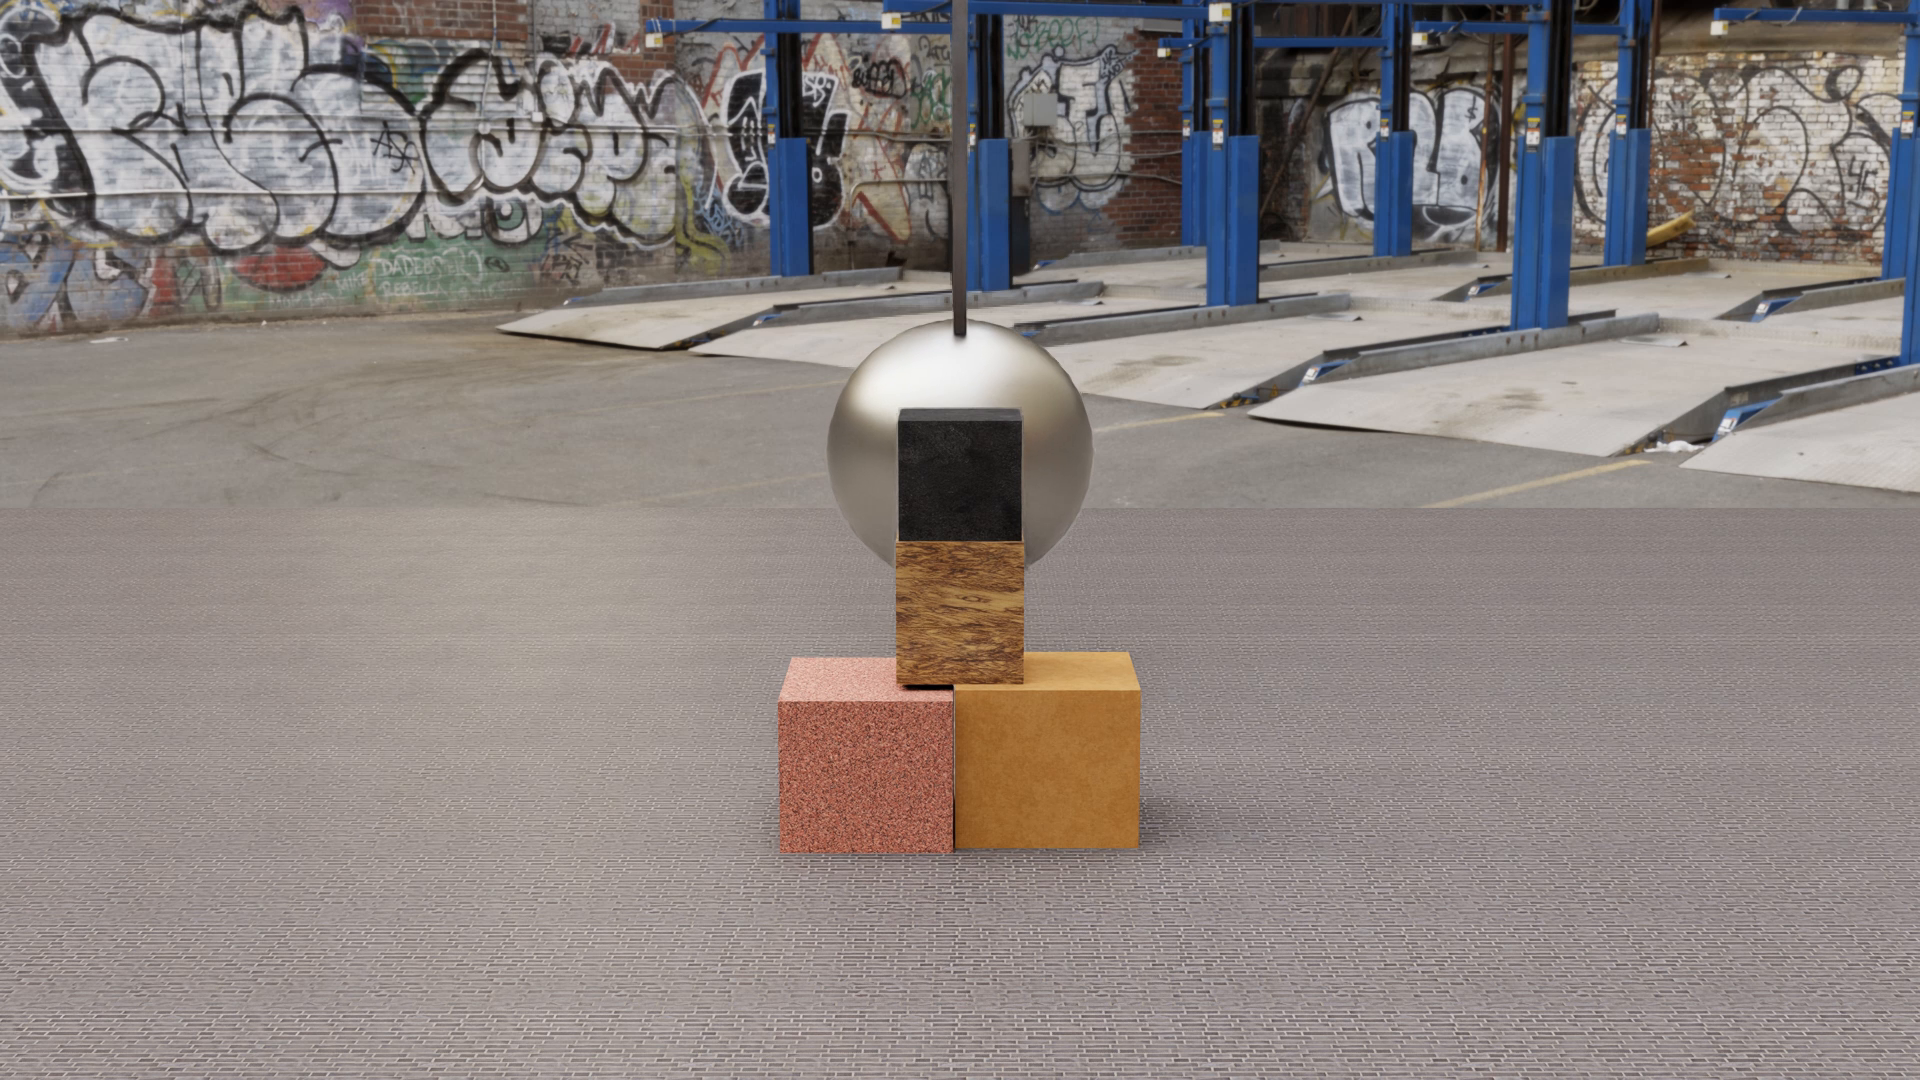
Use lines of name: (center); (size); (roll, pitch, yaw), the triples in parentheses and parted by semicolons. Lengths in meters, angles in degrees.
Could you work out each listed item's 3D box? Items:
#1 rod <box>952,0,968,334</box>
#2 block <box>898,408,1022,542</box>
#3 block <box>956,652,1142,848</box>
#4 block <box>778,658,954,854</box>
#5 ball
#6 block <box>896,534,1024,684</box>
rod: (0.000, -3.452, 11.466); (0.080, 5.200, 0.080); (0, 31, 0)
block: (0.000, -0.335, 11.126); (0.611, 0.603, 0.514); (0, 10, 0)
block: (0.436, 1.072, 11.385); (0.922, 0.817, 0.830); (0, 10, 0)
block: (-0.466, 1.095, 11.360); (0.863, 0.780, 0.930); (0, 10, 0)
ball: (0.000, -0.523, 13.194); (1.600, 1.600, 1.600); (0, 10, 0)
block: (0.000, 0.315, 11.253); (0.638, 0.722, 0.603); (0, 10, 0)
